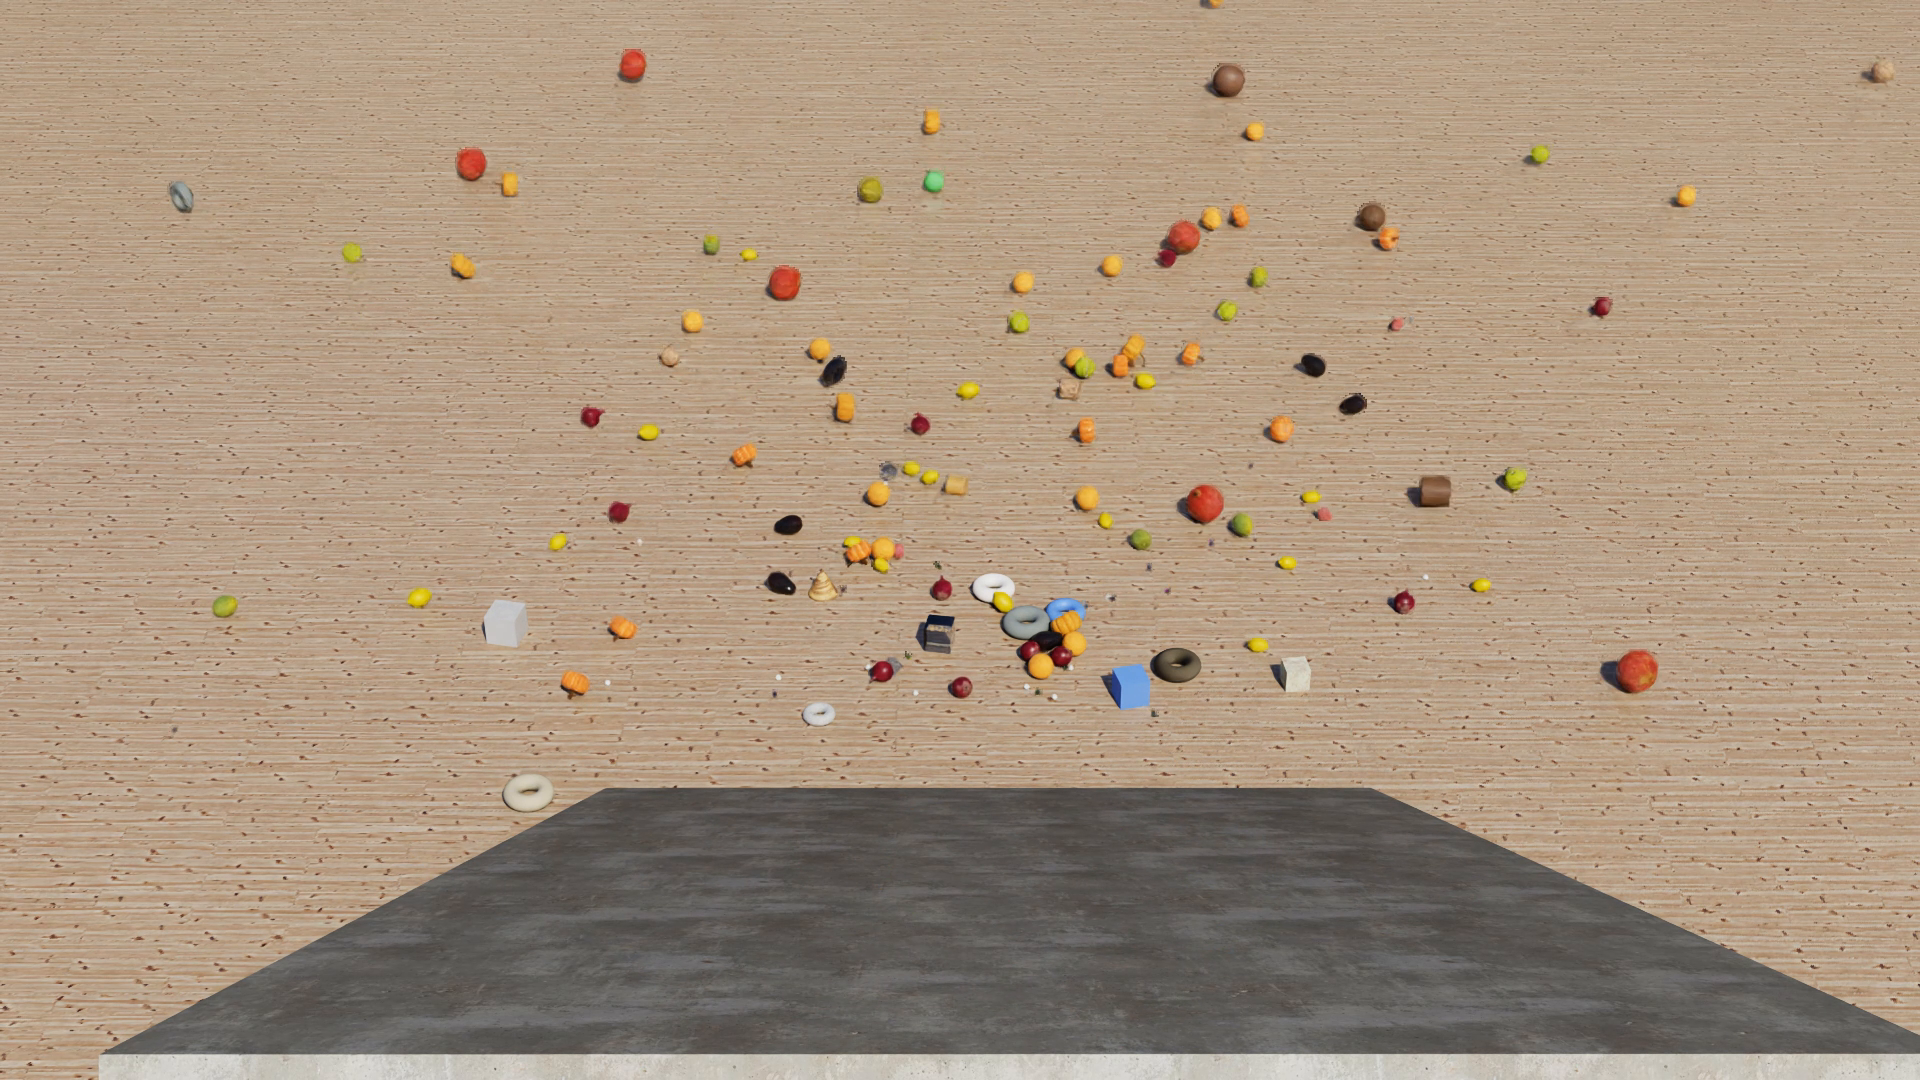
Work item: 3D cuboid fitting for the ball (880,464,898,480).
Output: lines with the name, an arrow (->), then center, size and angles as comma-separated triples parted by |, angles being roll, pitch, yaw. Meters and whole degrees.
ball -> -0.223, -0.213, 8.171 | 0.053, 0.053, 0.053 | 0, 34, 0

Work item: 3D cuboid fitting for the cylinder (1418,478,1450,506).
cylinder -> 1.471, -0.149, 8.043 | 0.088, 0.088, 0.088 | 3, 34, 4

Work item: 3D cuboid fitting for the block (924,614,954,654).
block -> -0.059, 0.269, 7.429 | 0.077, 0.077, 0.077 | 6, 34, 8

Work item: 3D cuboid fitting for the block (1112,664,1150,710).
block -> 0.475, 0.408, 7.215 | 0.084, 0.084, 0.084 | -8, 35, -12

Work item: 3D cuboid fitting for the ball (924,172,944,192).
ball -> -0.098, -1.360, 9.861 | 0.077, 0.077, 0.077 | 0, 34, 0

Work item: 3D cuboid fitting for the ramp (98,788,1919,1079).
ramp -> 0.075, 0.650, 4.785 | 2.000, 0.100, 4.000 | 0, -1, 0

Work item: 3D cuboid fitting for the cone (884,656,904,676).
cone -> -0.176, 0.357, 7.344 | 0.055, 0.055, 0.055 | 29, 17, 36

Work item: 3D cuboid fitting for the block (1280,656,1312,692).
block -> 0.940, 0.376, 7.276 | 0.068, 0.068, 0.068 | -4, 34, -7

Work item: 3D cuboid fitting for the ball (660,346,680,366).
ball -> -0.979, -0.619, 8.764 | 0.067, 0.067, 0.067 | 0, 34, 0

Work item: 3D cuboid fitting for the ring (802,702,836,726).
ring -> -0.388, 0.480, 7.156 | 0.091, 0.030, 0.091 | -1, 33, 1

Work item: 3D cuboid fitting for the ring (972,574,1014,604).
ring -> 0.099, 0.142, 7.651 | 0.126, 0.042, 0.126 | 1, 33, 0

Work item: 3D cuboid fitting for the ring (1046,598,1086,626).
ring -> 0.307, 0.210, 7.551 | 0.116, 0.039, 0.116 | 0, 35, 0

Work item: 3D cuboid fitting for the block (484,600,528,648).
block -> -1.304, 0.239, 7.460 | 0.092, 0.092, 0.092 | 7, 34, 11

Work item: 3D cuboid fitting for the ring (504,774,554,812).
ring -> -1.140, 0.668, 6.862 | 0.136, 0.045, 0.136 | 1, 34, -1

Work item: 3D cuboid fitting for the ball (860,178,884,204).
ball -> -0.333, -1.315, 9.783 | 0.091, 0.091, 0.091 | 0, 34, 0

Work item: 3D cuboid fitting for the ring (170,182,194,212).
ring -> -2.911, -1.284, 9.710 | 0.115, 0.115, 0.038 | 23, 39, 31

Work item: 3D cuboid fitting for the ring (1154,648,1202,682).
ring -> 0.615, 0.353, 7.333 | 0.135, 0.045, 0.135 | -1, 33, 1

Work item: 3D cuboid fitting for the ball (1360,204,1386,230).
ball -> 1.527, -1.194, 9.598 | 0.096, 0.096, 0.096 | 0, 34, 0

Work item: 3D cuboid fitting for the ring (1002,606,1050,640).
ring -> 0.193, 0.238, 7.503 | 0.139, 0.046, 0.139 | -1, 33, 1

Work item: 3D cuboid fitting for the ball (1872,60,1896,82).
ball -> 3.809, -1.934, 10.704 | 0.094, 0.094, 0.094 | 0, 34, 0

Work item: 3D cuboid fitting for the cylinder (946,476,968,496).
cylinder -> -0.009, -0.168, 8.100 | 0.055, 0.055, 0.055 | 10, 35, 15

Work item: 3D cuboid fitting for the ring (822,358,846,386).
ring -> -0.420, -0.561, 8.646 | 0.033, 0.098, 0.098 | 27, 42, 27

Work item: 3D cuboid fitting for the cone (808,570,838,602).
cone -> -0.405, 0.120, 7.640 | 0.090, 0.090, 0.090 | 0, 34, 0
